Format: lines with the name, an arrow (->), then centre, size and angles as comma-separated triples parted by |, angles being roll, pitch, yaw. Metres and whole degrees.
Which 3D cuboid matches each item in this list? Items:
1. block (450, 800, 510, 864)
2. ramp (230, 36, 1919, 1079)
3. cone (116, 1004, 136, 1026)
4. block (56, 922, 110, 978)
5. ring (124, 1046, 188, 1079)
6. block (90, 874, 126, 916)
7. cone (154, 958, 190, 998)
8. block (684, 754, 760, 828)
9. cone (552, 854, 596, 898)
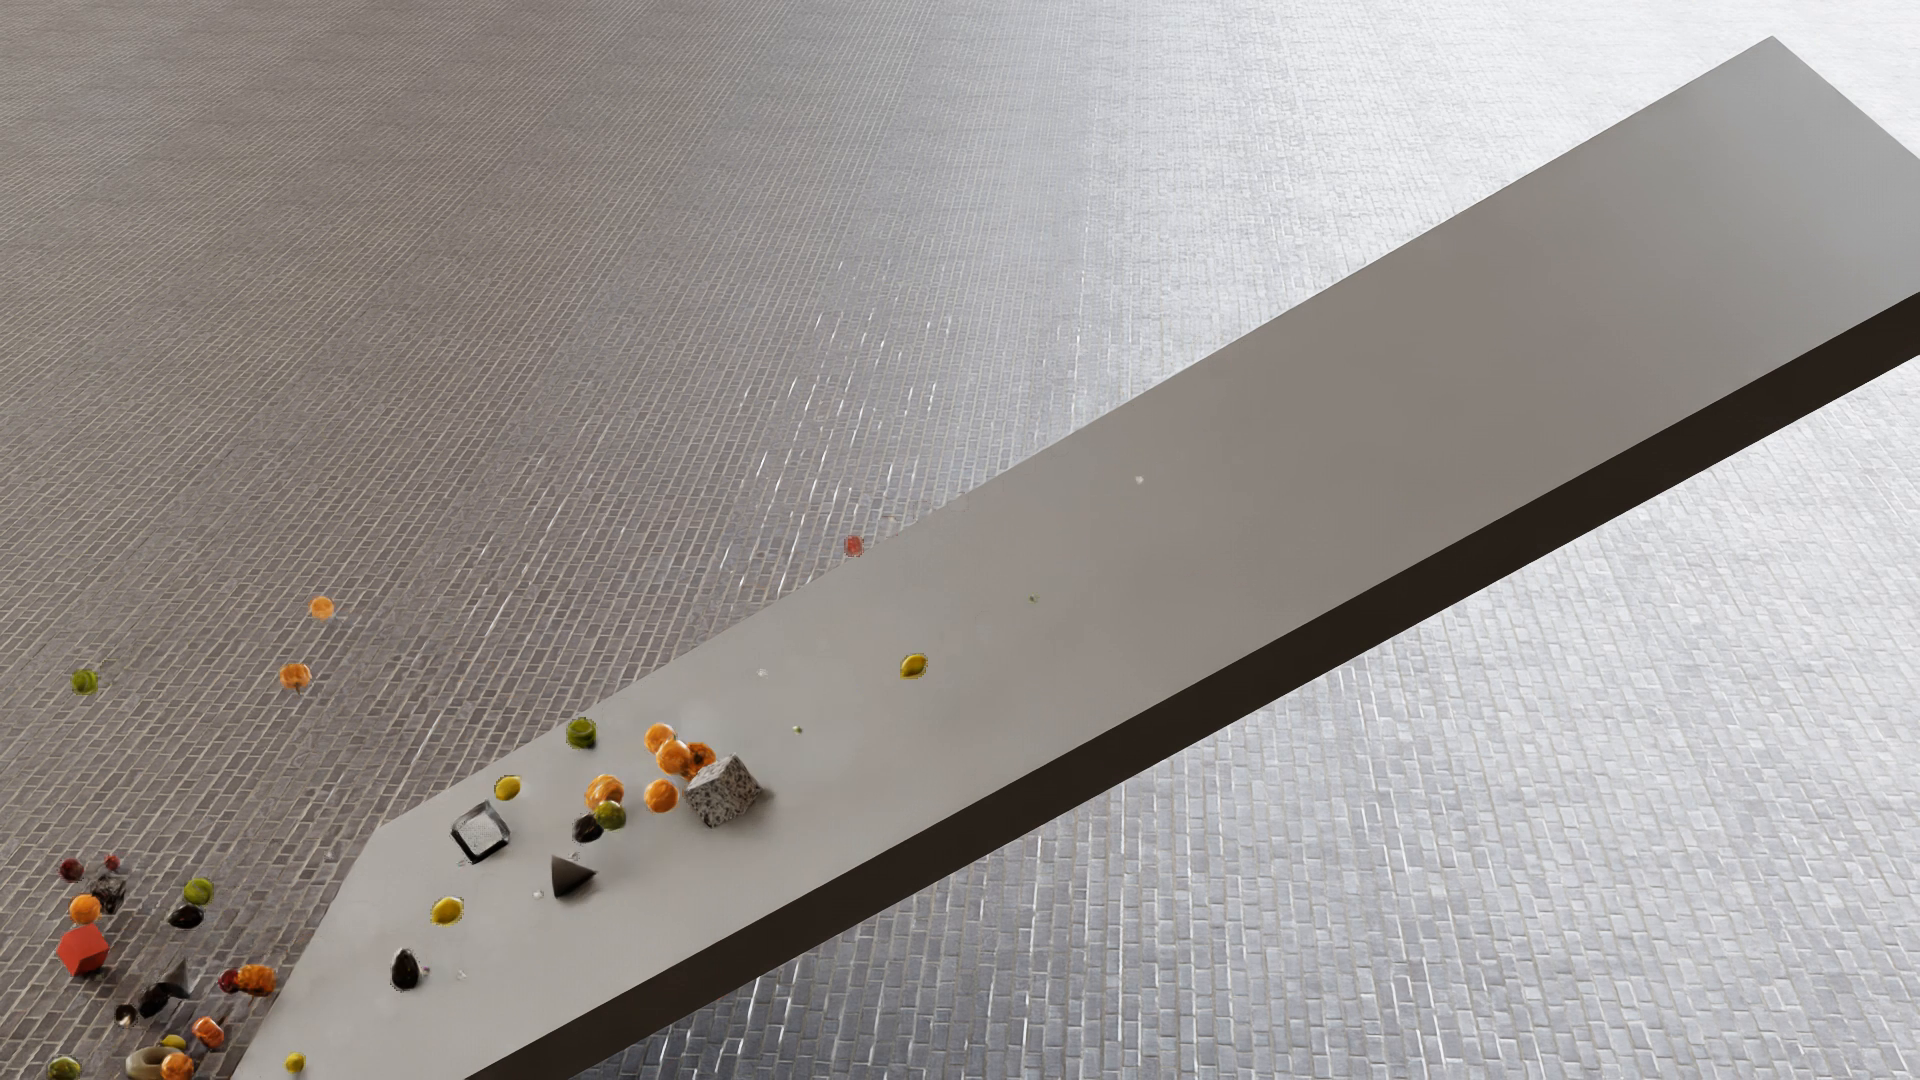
block -> -1.121, 0.683, 6.875 | 0.094, 0.094, 0.094 | -32, 15, 3
ramp -> 0.141, 0.169, 6.289 | 4.000, 0.100, 2.000 | -29, 15, 13
cone -> -1.931, 1.103, 6.838 | 0.050, 0.050, 0.050 | 1, -5, 4
block -> -2.114, 0.988, 7.092 | 0.080, 0.080, 0.080 | -20, 63, -44
ring -> -1.811, 1.185, 6.631 | 0.140, 0.047, 0.140 | 3, 17, -1
block -> -2.142, 0.893, 7.392 | 0.064, 0.064, 0.064 | 16, 25, 1
cone -> -1.839, 1.021, 6.923 | 0.086, 0.086, 0.086 | 6, 59, 15
block -> -0.492, 0.520, 6.093 | 0.096, 0.096, 0.096 | -24, 17, 30
cone -> -0.817, 0.711, 6.260 | 0.093, 0.093, 0.093 | -6, 20, -1
